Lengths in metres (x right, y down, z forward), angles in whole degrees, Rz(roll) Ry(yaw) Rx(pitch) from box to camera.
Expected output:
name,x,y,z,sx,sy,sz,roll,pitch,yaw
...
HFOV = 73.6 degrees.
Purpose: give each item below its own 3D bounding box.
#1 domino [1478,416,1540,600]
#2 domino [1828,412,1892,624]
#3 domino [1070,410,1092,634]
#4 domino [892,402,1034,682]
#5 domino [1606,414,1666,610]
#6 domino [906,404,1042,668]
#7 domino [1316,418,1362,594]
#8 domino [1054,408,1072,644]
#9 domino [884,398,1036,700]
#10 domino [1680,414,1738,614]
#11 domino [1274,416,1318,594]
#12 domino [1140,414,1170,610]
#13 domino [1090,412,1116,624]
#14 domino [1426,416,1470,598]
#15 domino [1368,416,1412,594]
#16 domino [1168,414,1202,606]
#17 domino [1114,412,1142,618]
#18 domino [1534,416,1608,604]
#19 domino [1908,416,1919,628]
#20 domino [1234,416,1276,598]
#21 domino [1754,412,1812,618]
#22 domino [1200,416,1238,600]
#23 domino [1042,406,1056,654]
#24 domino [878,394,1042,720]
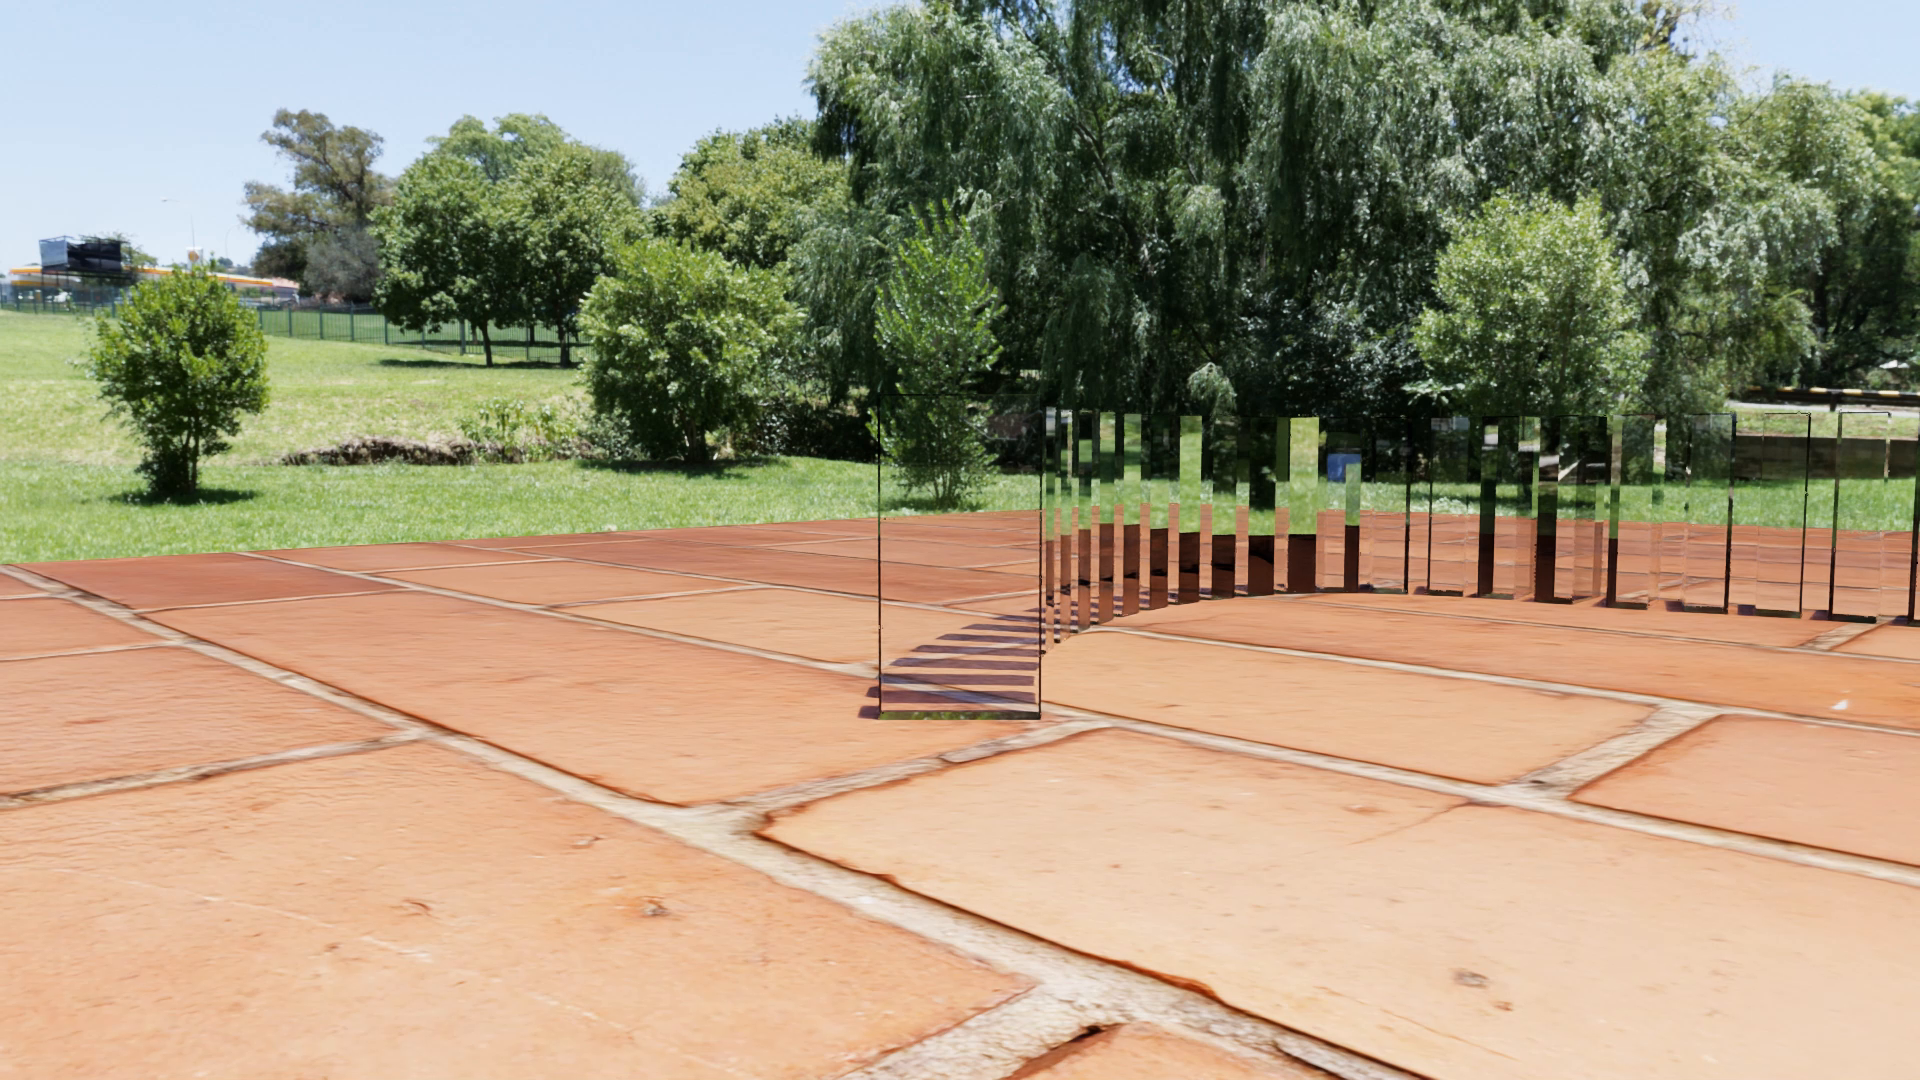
name,x,y,z,sx,sy,sz,roll,pitch,yaw
domino,0.154,-0.009,0.360,0.009,0.050,0.025,3,5,37
domino,0.220,-0.006,0.314,0.009,0.050,0.025,3,5,37
domino,0.017,-0.005,0.295,0.025,0.050,0.010,2,5,23
domino,0.001,0.000,0.233,0.025,0.050,0.010,0,4,4
domino,0.179,-0.008,0.340,0.010,0.050,0.025,3,5,35
domino,0.003,-0.001,0.249,0.025,0.050,0.009,1,4,10
domino,0.109,-0.011,0.376,0.009,0.050,0.025,0,4,2
domino,0.011,-0.003,0.280,0.025,0.050,0.009,1,5,19
domino,0.000,0.001,0.217,0.025,0.050,0.009,0,4,1
domino,0.193,-0.007,0.331,0.010,0.050,0.025,2,5,27
domino,0.093,-0.011,0.374,0.009,0.050,0.025,-1,4,-16
domino,0.041,-0.008,0.337,0.025,0.050,0.009,3,5,38
domino,0.024,-0.006,0.310,0.025,0.050,0.009,2,5,28
domino,0.140,-0.010,0.368,0.010,0.050,0.025,2,5,23
domino,0.125,-0.010,0.373,0.009,0.050,0.025,1,4,15
domino,0.052,-0.009,0.349,0.009,0.050,0.025,-4,6,-44
domino,0.032,-0.007,0.324,0.025,0.050,0.009,3,5,33
domino,0.167,-0.009,0.350,0.010,0.050,0.025,4,6,42
domino,0.233,-0.005,0.304,0.010,0.050,0.025,4,6,41
domino,0.078,-0.010,0.368,0.009,0.050,0.025,-2,5,-28
domino,0.207,-0.007,0.324,0.010,0.050,0.025,3,5,31
domino,0.065,-0.009,0.359,0.010,0.050,0.025,-3,5,-36
domino,0.006,-0.002,0.265,0.025,0.050,0.009,1,4,15
domino,0.000,0.002,0.201,0.025,0.050,0.009,0,4,0
